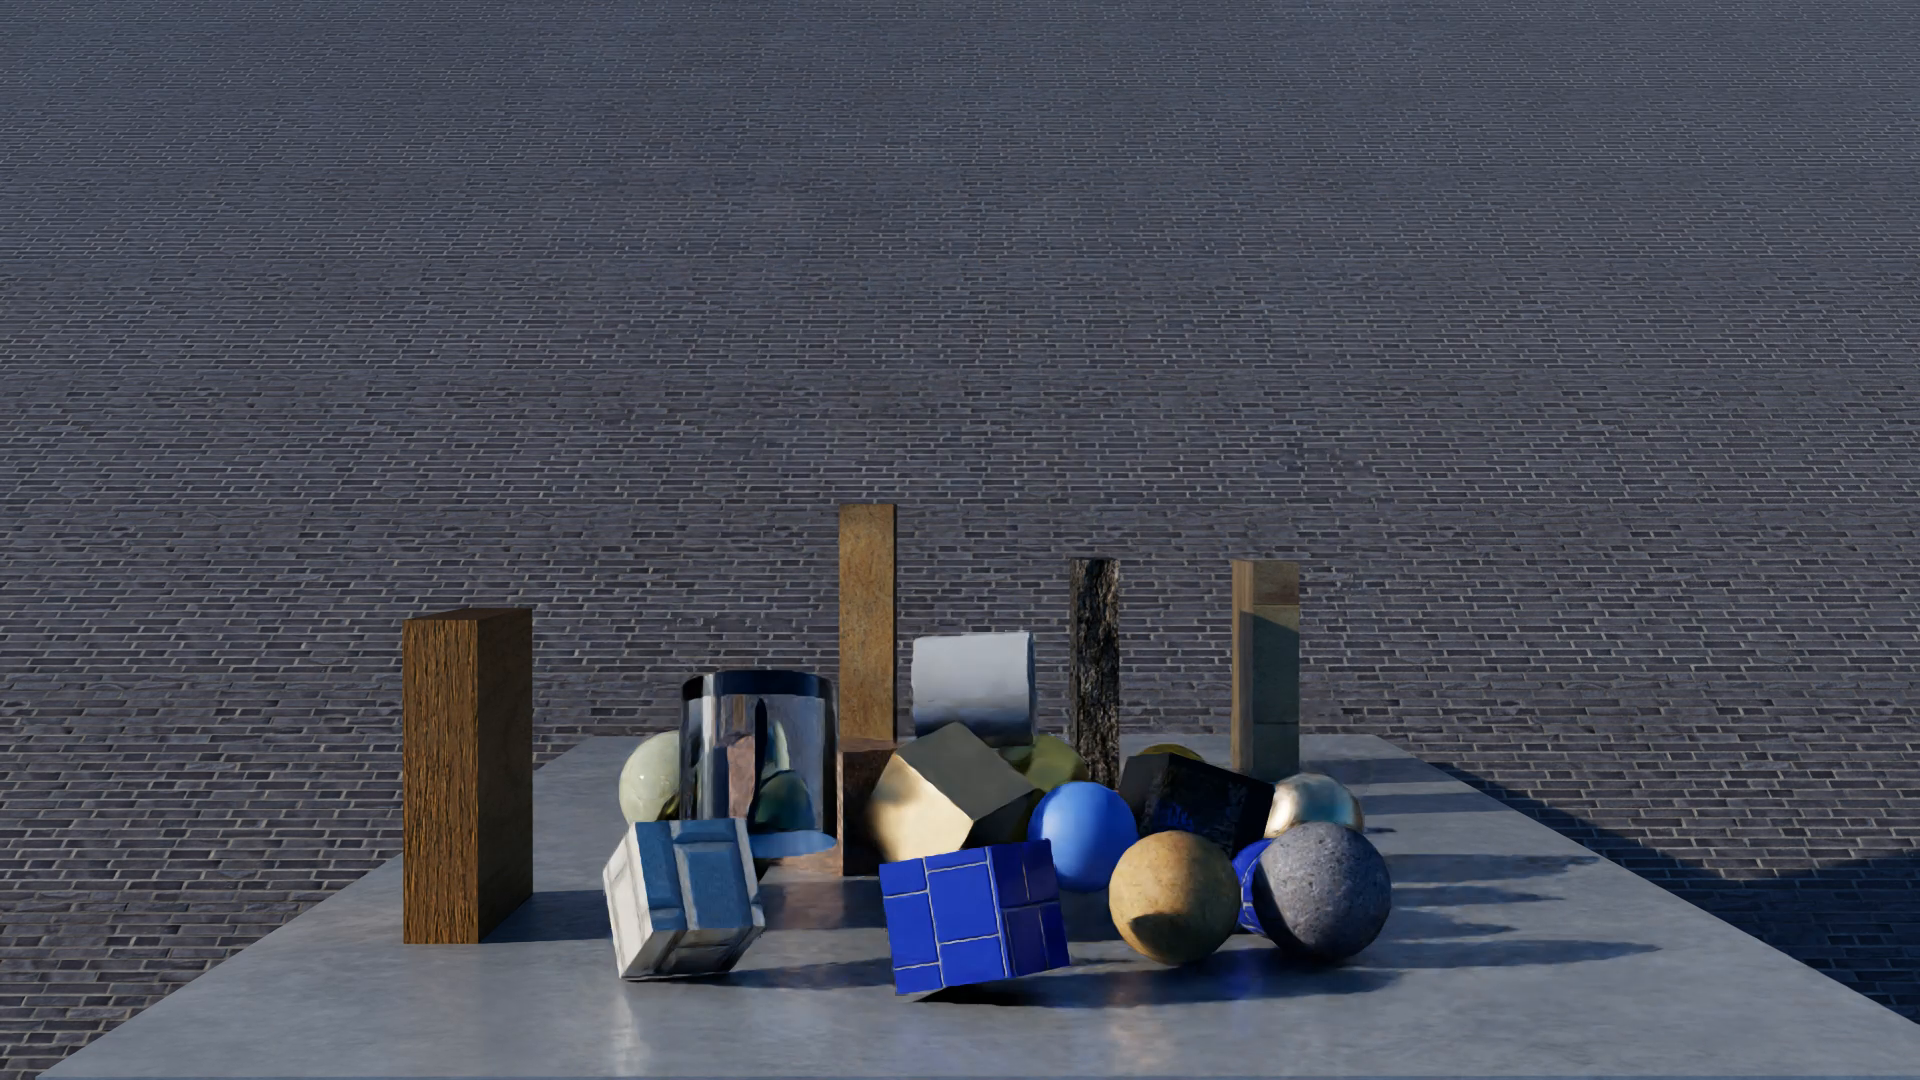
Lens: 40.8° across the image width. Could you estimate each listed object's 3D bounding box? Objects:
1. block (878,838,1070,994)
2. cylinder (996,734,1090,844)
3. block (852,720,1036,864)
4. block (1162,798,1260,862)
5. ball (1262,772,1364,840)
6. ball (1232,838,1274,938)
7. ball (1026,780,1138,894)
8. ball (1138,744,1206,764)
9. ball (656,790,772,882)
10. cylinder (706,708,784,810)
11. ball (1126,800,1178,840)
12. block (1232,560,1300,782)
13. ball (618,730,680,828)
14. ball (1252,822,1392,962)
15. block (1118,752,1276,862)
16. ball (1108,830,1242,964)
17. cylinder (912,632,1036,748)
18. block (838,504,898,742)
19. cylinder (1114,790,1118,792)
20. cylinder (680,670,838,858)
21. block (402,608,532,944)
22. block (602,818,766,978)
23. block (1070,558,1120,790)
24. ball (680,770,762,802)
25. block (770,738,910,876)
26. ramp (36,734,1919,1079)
[{"bbox_3d":[0.018,0.443,3.048,0.151,0.151,0.151,-13,-9,28],"label":"block"},{"bbox_3d":[0.106,0.413,4.057,0.163,0.163,0.163,8,23,14],"label":"cylinder"},{"bbox_3d":[-0.021,0.373,3.579,0.152,0.152,0.152,39,32,21],"label":"block"},{"bbox_3d":[0.397,0.471,4.097,0.110,0.110,0.110,0,1,-31],"label":"block"},{"bbox_3d":[0.544,0.444,4.015,0.165,0.165,0.165,0,28,0],"label":"ball"},{"bbox_3d":[0.420,0.466,3.463,0.133,0.133,0.133,0,28,0],"label":"ball"},{"bbox_3d":[0.166,0.402,3.498,0.151,0.151,0.151,0,28,0],"label":"ball"},{"bbox_3d":[0.365,0.440,4.539,0.163,0.163,0.163,0,28,0],"label":"ball"},{"bbox_3d":[-0.361,0.440,3.781,0.179,0.179,0.179,0,28,0],"label":"ball"},{"bbox_3d":[-0.401,0.416,4.822,0.143,0.143,0.143,0,47,0],"label":"cylinder"},{"bbox_3d":[0.283,0.466,4.047,0.120,0.120,0.120,0,28,0],"label":"ball"},{"bbox_3d":[0.668,0.277,5.674,0.098,0.463,0.419,0,1,0],"label":"block"},{"bbox_3d":[-0.474,0.422,4.361,0.203,0.203,0.203,0,28,0],"label":"ball"},{"bbox_3d":[0.459,0.446,3.281,0.177,0.177,0.177,0,28,0],"label":"ball"},{"bbox_3d":[0.327,0.414,3.729,0.168,0.168,0.168,18,-12,-15],"label":"block"},{"bbox_3d":[0.271,0.451,3.266,0.168,0.168,0.168,0,28,0],"label":"ball"},{"bbox_3d":[0.024,0.235,4.012,0.177,0.177,0.177,-3,28,5],"label":"cylinder"},{"bbox_3d":[-0.168,0.226,4.789,0.098,0.585,0.299,0,1,0],"label":"block"},{"bbox_3d":[0.233,0.463,4.176,0.115,0.115,0.115,22,9,35],"label":"cylinder"},{"bbox_3d":[-0.269,0.301,3.451,0.210,0.210,0.210,-1,72,-2],"label":"cylinder"},{"bbox_3d":[-0.687,0.317,3.634,0.099,0.428,0.442,0,1,0],"label":"block"},{"bbox_3d":[-0.338,0.437,3.152,0.142,0.142,0.142,1,58,-26],"label":"block"},{"bbox_3d":[0.283,0.275,5.466,0.086,0.472,0.354,0,1,0],"label":"block"},{"bbox_3d":[-0.394,0.450,4.203,0.151,0.151,0.151,0,28,0],"label":"ball"},{"bbox_3d":[-0.175,0.429,4.180,0.194,0.194,0.194,-1,1,-42],"label":"block"},{"bbox_3d":[0.064,0.571,4.612,2.000,0.100,4.000,0,1,0],"label":"ramp"}]
